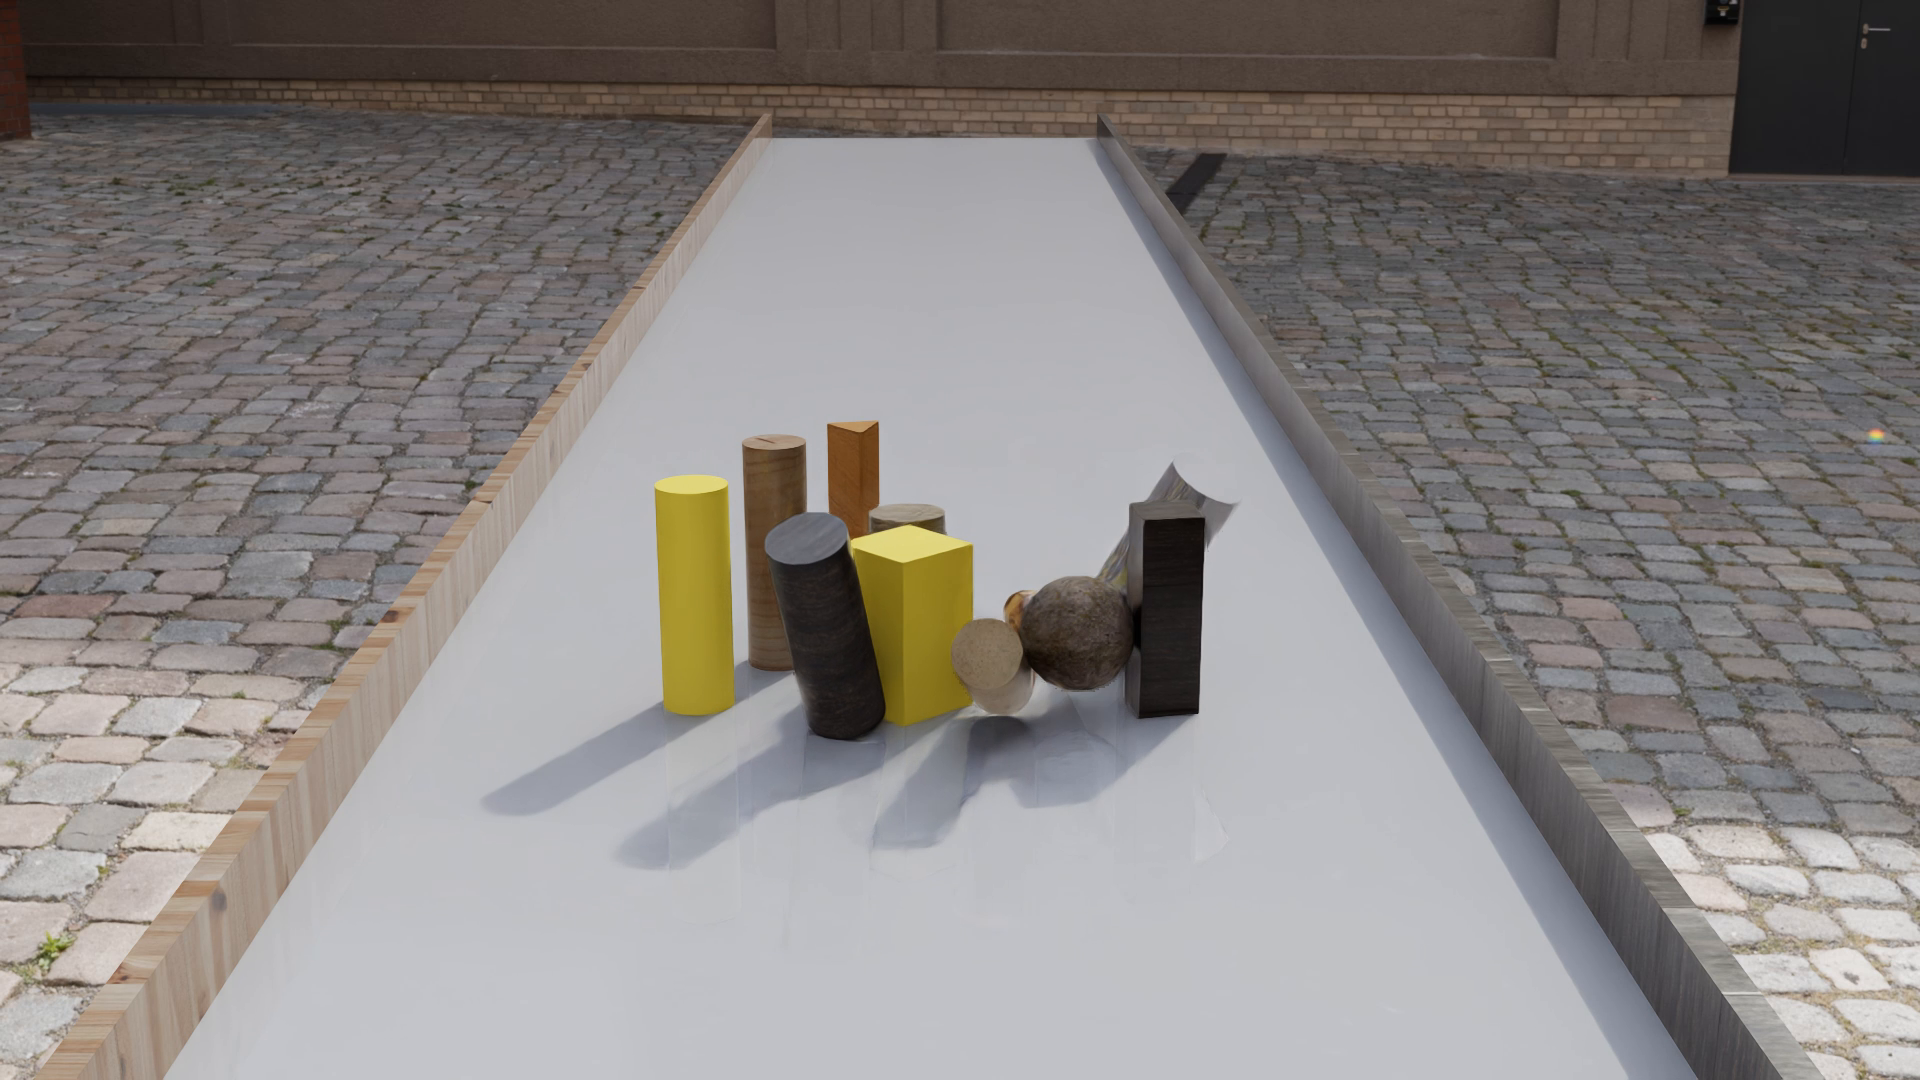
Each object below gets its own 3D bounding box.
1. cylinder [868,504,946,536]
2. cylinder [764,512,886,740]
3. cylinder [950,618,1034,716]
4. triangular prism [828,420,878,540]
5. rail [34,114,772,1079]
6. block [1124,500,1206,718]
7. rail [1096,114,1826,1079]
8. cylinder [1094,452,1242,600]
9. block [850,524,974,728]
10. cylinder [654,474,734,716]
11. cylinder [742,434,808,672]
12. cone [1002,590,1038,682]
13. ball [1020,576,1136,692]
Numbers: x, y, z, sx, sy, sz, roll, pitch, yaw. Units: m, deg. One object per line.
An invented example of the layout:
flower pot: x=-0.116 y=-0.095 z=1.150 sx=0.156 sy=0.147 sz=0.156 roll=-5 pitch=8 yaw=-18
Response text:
cylinder: x=-0.103 y=0.095 z=4.358 sx=0.153 sy=0.307 sz=0.153 roll=0 pitch=14 yaw=0
cylinder: x=-0.238 y=0.157 z=3.938 sx=0.148 sy=0.408 sz=0.148 roll=-6 pitch=37 yaw=5
cylinder: x=0.062 y=0.231 z=3.941 sx=0.123 sy=0.123 sz=0.390 roll=2 pitch=-11 yaw=5
triangular prism: x=-0.205 y=-0.037 z=4.613 sx=0.093 sy=0.422 sz=0.107 roll=-15 pitch=22 yaw=-41
rail: x=-1.118 y=-0.838 z=7.780 sx=0.050 sy=0.150 sz=12.000 roll=0 pitch=17 yaw=-1
block: x=0.382 y=0.130 z=4.114 sx=0.115 sy=0.385 sz=0.115 roll=-3 pitch=17 yaw=-9
rail: x=0.932 y=-0.844 z=7.801 sx=0.050 sy=0.150 sz=12.000 roll=0 pitch=17 yaw=-1
cylinder: x=0.380 y=0.037 z=4.334 sx=0.153 sy=0.419 sz=0.153 roll=24 pitch=30 yaw=-14
block: x=-0.100 y=0.158 z=4.137 sx=0.177 sy=0.318 sz=0.177 roll=-15 pitch=22 yaw=-42
cylinder: x=-0.496 y=0.103 z=4.125 sx=0.136 sy=0.430 sz=0.136 roll=0 pitch=17 yaw=0
cylinder: x=-0.362 y=0.026 z=4.347 sx=0.125 sy=0.452 sz=0.125 roll=0 pitch=17 yaw=0
cone: x=0.139 y=0.224 z=4.379 sx=0.107 sy=0.107 sz=0.347 roll=0 pitch=25 yaw=1
ball: x=0.219 y=0.174 z=4.099 sx=0.215 sy=0.215 sz=0.215 roll=0 pitch=17 yaw=0
